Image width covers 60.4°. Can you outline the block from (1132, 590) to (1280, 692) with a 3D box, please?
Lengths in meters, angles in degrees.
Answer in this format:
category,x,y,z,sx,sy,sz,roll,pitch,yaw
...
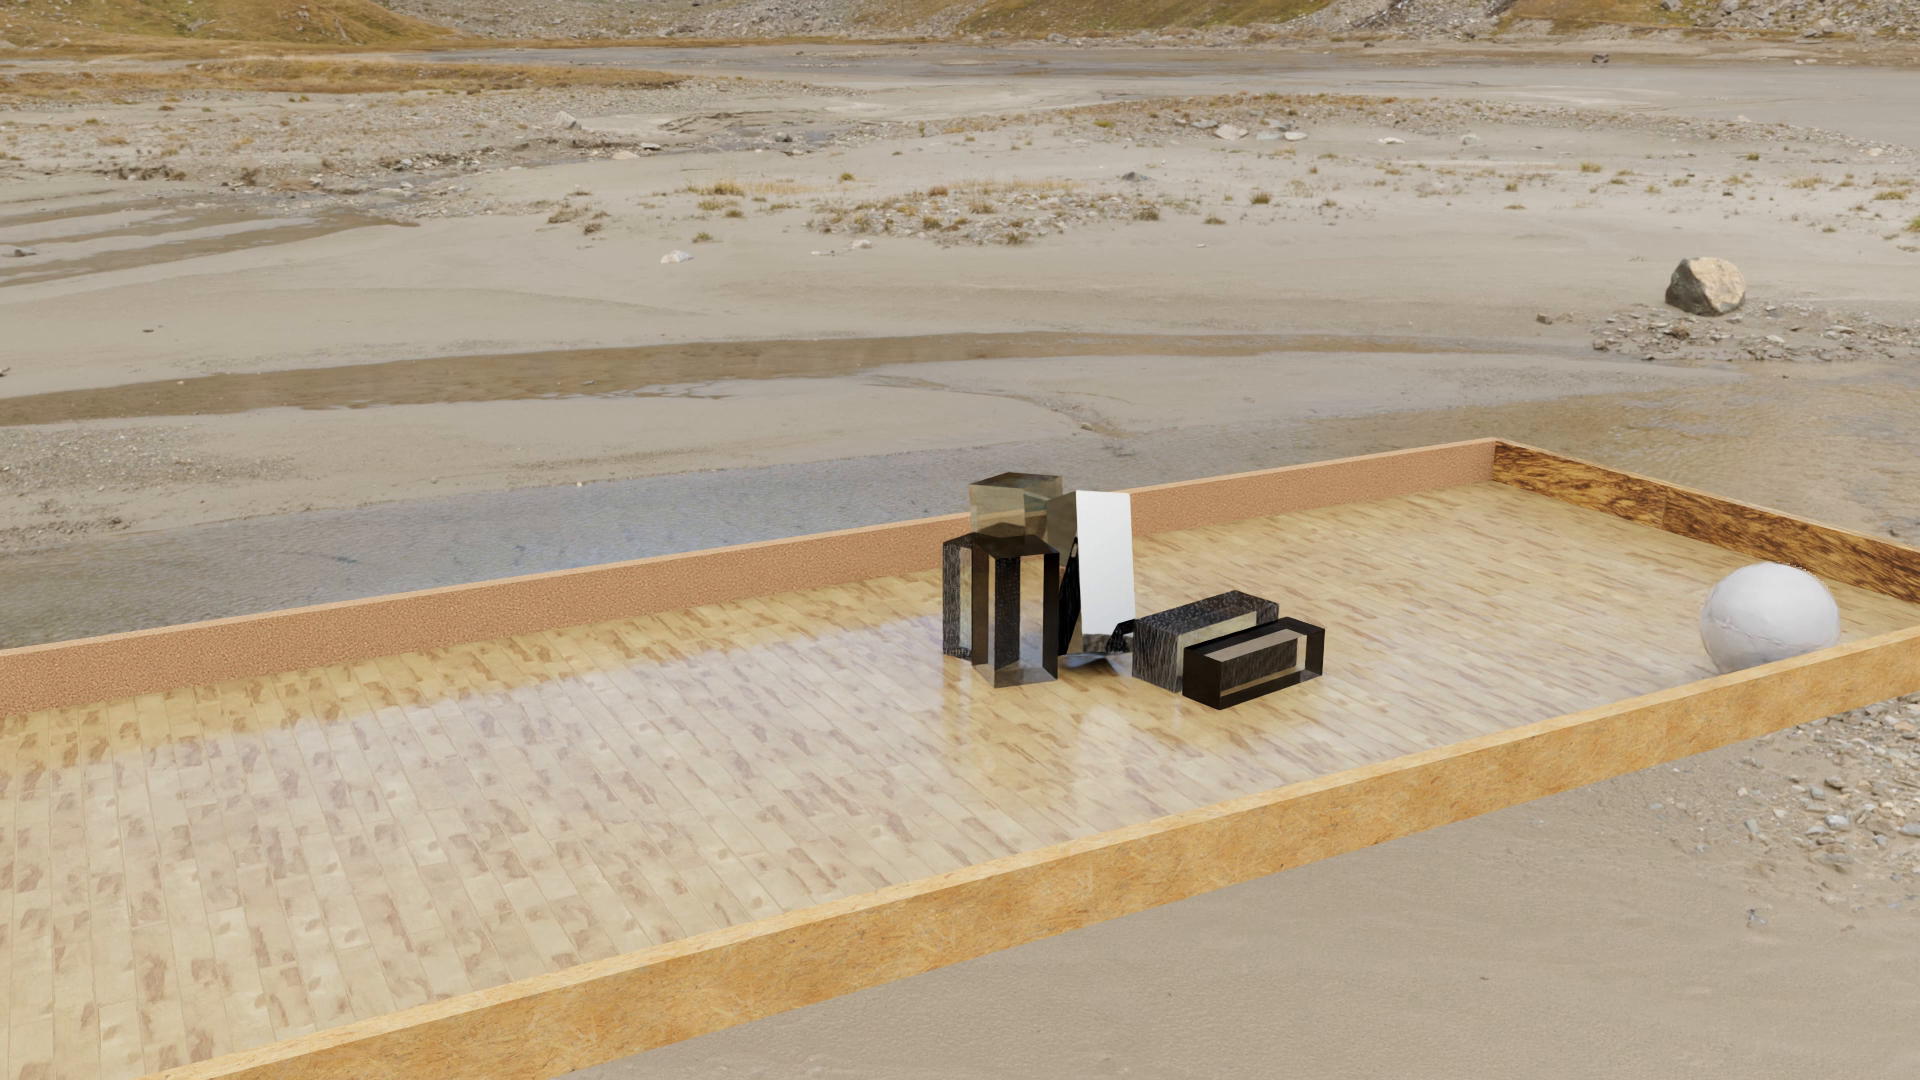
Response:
category,x,y,z,sx,sy,sz,roll,pitch,yaw
block,0.630,0.255,4.220,0.381,0.151,0.151,-13,21,-38

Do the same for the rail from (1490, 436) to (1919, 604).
category,x,y,z,sx,sy,sz,roll,pitch,yaw
rail,2.466,-0.048,5.253,0.050,0.150,2.100,-9,18,-27

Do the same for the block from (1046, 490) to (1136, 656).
category,x,y,z,sx,sy,sz,roll,pitch,yaw
block,0.336,0.091,4.239,0.158,0.407,0.158,2,-9,-26

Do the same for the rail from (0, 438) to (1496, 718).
category,x,y,z,sx,sy,sz,roll,pitch,yaw
rail,-3.305,0.497,3.399,12.000,0.150,0.050,-9,18,-27

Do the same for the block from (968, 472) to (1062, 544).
category,x,y,z,sx,sy,sz,roll,pitch,yaw
block,0.160,0.052,4.386,0.176,0.430,0.176,6,16,38

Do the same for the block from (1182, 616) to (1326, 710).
category,x,y,z,sx,sy,sz,roll,pitch,yaw
block,0.732,0.303,4.102,0.378,0.125,0.125,-13,21,-37

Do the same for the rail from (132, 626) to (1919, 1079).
category,x,y,z,sx,sy,sz,roll,pitch,yaw
rail,-2.336,1.006,1.665,12.000,0.150,0.050,-9,18,-27

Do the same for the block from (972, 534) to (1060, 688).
category,x,y,z,sx,sy,sz,roll,pitch,yaw
block,0.137,0.177,4.154,0.170,0.337,0.170,-6,17,-18

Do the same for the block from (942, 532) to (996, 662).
category,x,y,z,sx,sy,sz,roll,pitch,yaw
block,0.044,0.150,4.303,0.127,0.305,0.127,13,21,37

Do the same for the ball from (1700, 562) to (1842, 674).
category,x,y,z,sx,sy,sz,roll,pitch,yaw
ball,1.997,0.214,4.071,0.314,0.314,0.314,0,16,0
